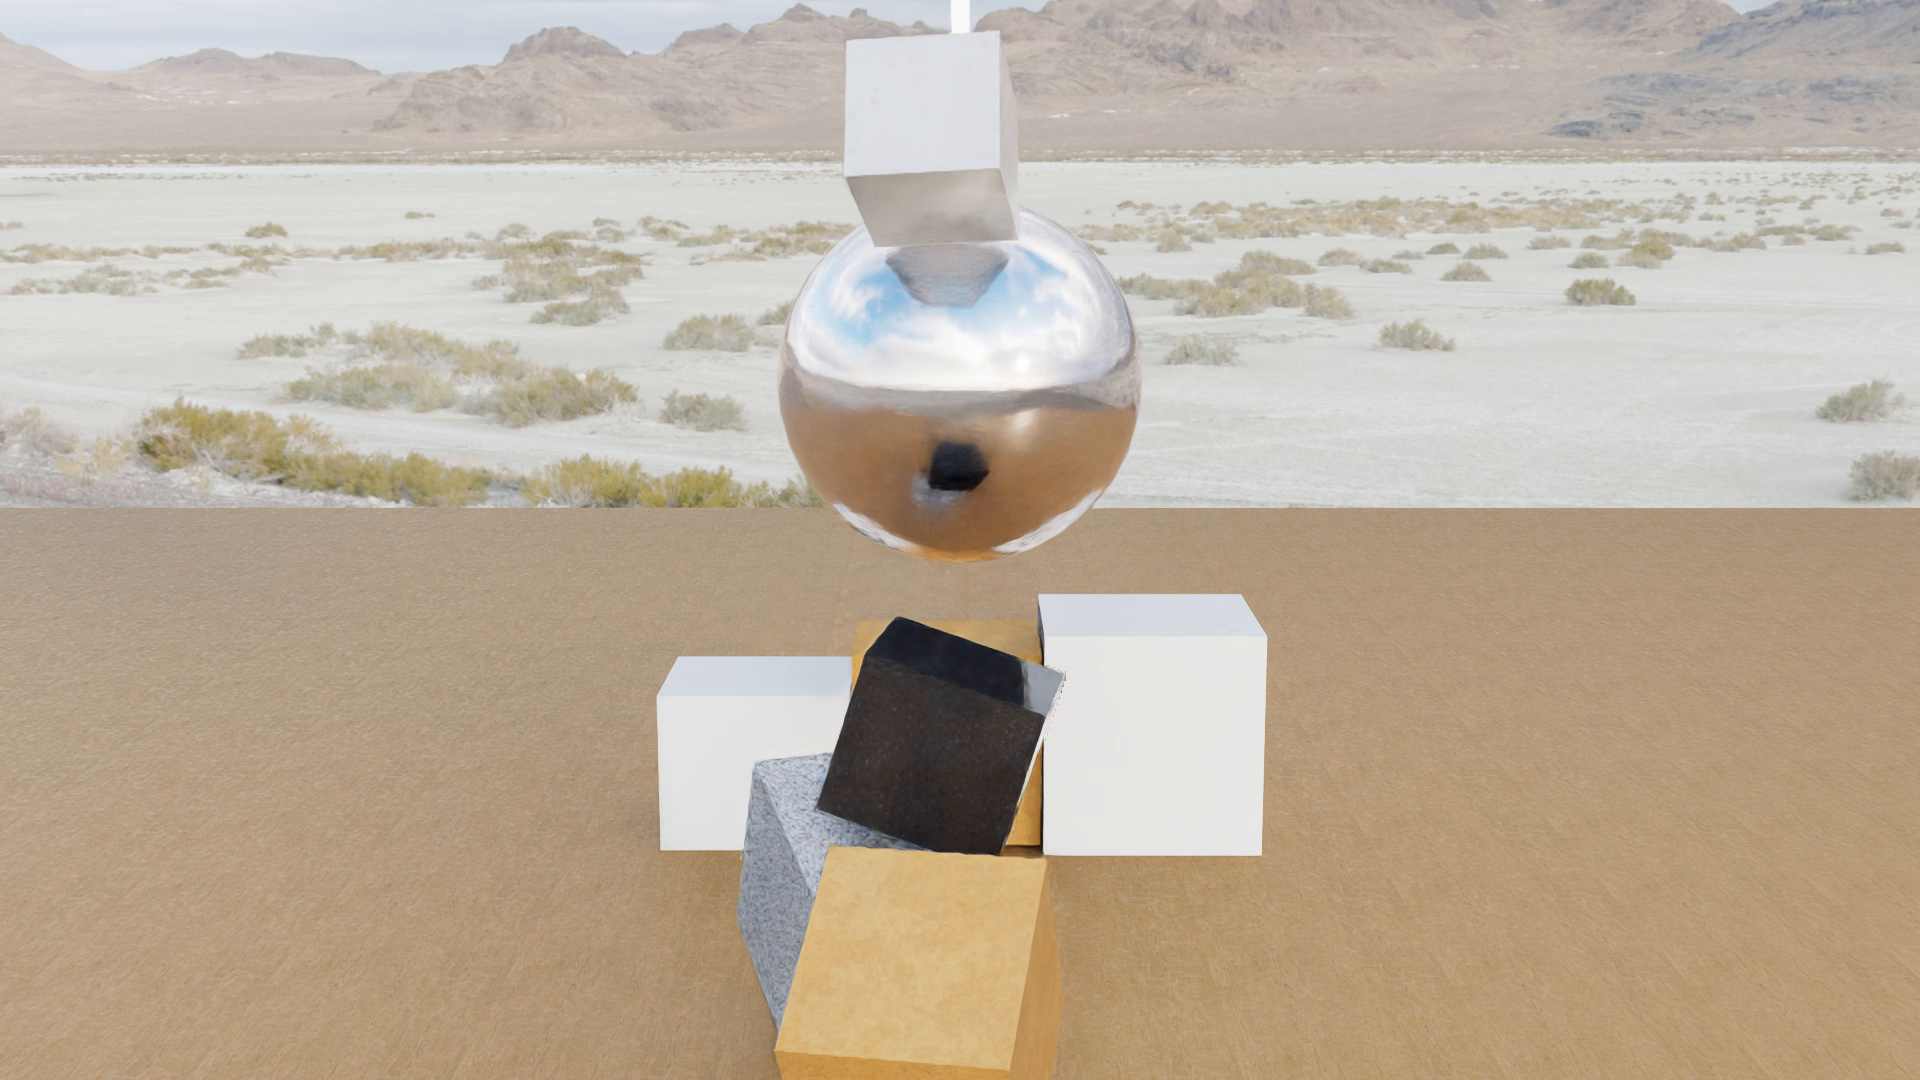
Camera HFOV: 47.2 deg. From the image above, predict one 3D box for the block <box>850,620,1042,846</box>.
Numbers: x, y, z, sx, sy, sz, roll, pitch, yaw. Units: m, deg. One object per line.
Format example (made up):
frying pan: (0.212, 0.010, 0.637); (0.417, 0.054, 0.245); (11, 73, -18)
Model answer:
block: (-0.066, 0.980, 11.401); (0.944, 0.972, 0.900); (0, 9, 0)

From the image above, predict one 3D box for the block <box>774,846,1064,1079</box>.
block: (-0.106, 1.637, 7.443); (0.755, 0.791, 0.839); (2, 43, 11)

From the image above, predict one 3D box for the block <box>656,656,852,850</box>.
block: (-1.025, 1.088, 11.361); (0.950, 0.795, 0.844); (0, 10, 0)

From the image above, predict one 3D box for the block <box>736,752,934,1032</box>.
block: (-0.382, 1.419, 8.738); (0.761, 0.830, 0.822); (-4, 34, -21)

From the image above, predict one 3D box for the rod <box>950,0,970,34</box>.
rod: (0.000, -4.091, 9.809); (0.080, 5.200, 0.080); (0, -3, 0)

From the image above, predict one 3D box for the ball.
ball: (0.000, -0.697, 9.606); (1.600, 1.600, 1.600); (0, 10, 0)

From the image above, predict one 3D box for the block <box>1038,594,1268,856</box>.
block: (0.957, 0.929, 11.338); (1.085, 1.115, 1.017); (0, 10, 0)

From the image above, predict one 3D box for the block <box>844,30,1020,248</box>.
block: (-0.099, -1.578, 8.732); (0.595, 0.571, 0.704); (-2, -15, 7)

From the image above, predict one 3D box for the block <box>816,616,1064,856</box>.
block: (-0.061, 0.752, 8.296); (0.691, 0.622, 0.665); (19, 12, 5)
